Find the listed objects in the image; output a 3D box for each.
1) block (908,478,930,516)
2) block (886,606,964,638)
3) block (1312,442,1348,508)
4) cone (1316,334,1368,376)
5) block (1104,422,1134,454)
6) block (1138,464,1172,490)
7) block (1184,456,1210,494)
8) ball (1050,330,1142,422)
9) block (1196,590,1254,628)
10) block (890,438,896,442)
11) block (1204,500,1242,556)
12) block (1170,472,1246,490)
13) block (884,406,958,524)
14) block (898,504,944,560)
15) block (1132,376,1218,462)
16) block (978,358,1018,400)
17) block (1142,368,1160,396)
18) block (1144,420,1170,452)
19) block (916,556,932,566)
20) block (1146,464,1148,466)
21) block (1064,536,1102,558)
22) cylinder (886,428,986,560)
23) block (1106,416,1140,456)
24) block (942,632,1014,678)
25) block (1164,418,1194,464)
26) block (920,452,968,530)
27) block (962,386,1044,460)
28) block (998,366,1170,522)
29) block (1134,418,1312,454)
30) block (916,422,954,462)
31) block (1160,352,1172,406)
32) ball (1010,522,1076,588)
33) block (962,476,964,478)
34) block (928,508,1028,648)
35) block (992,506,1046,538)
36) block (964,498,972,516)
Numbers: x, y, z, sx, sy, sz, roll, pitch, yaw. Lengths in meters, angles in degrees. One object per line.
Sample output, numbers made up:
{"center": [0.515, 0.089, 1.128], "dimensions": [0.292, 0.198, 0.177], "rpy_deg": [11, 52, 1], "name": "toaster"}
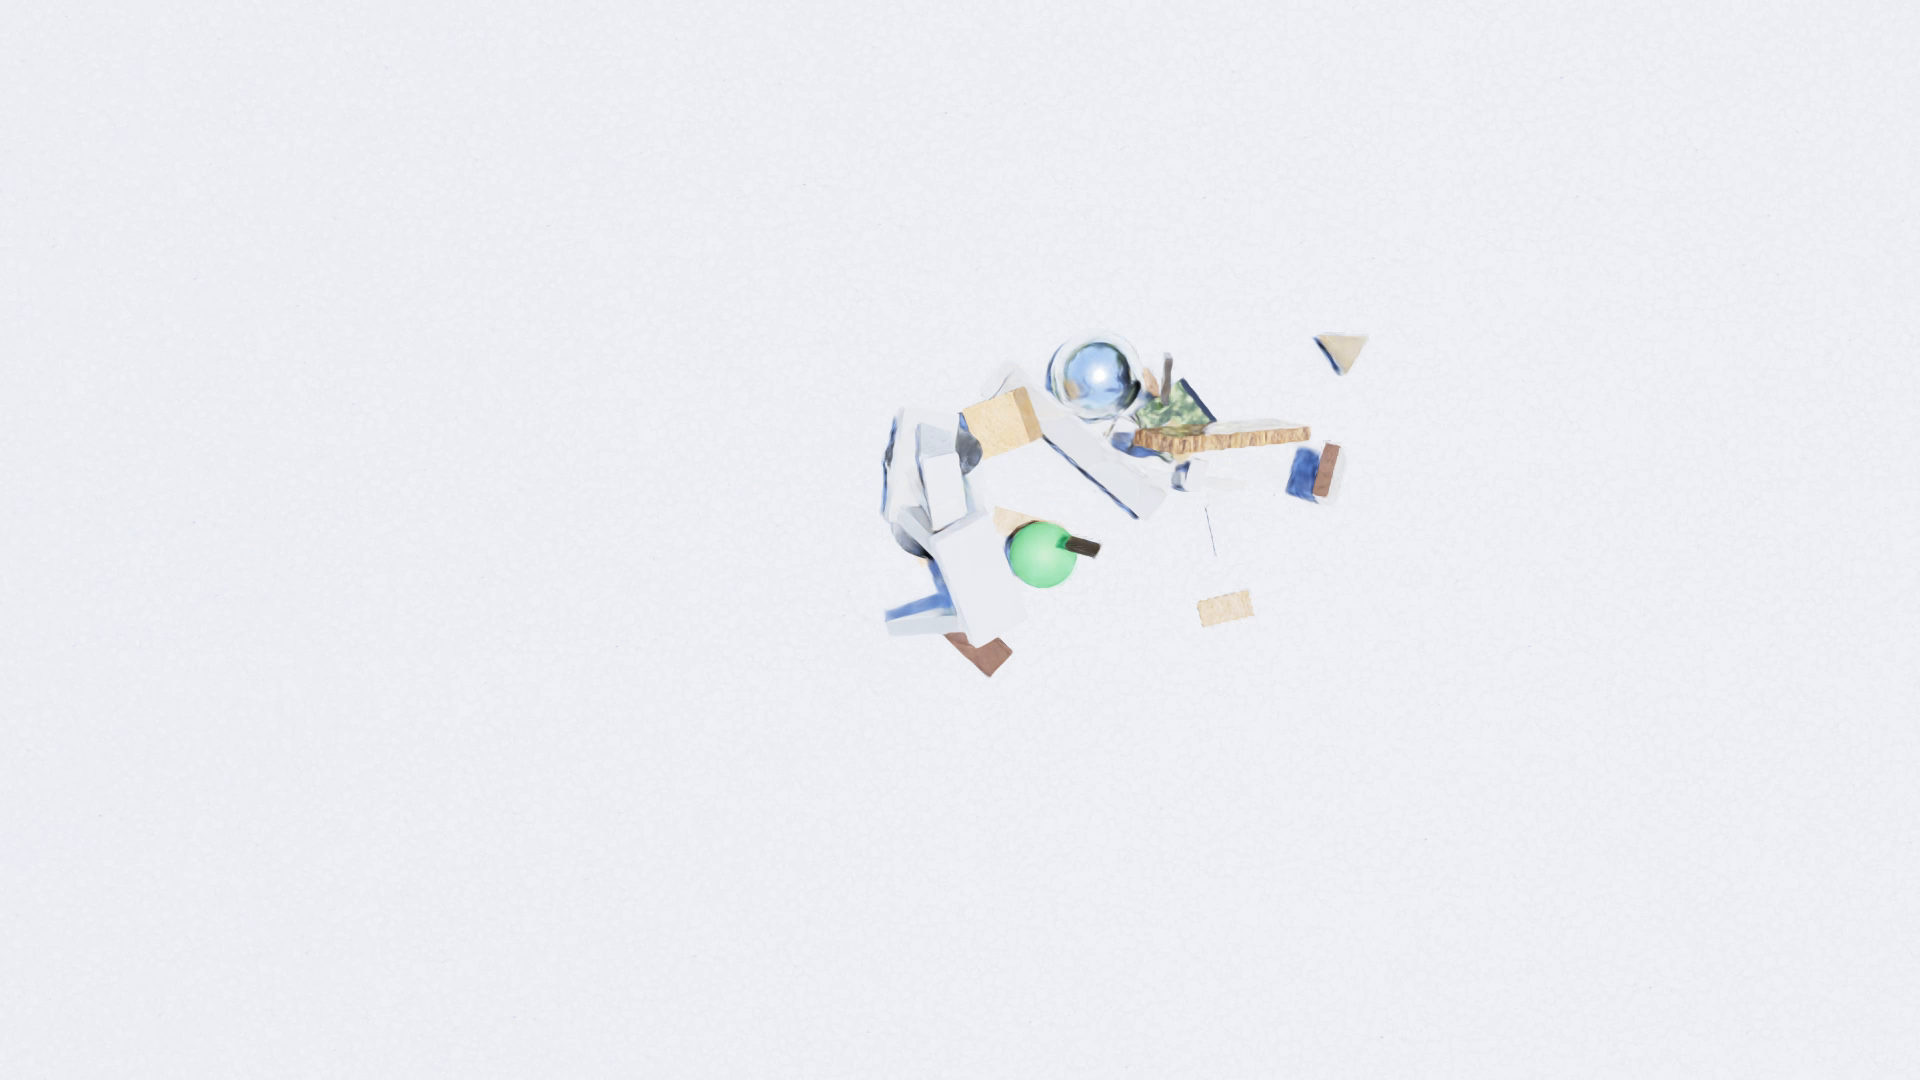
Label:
{"center": [-0.064, -0.119, 4.702], "dimensions": [0.101, 0.202, 0.029], "rpy_deg": [-3, 121, -22], "name": "block"}
{"center": [-0.038, 0.236, 4.869], "dimensions": [0.172, 0.562, 0.049], "rpy_deg": [-14, 91, -23], "name": "block"}
{"center": [1.197, -0.207, 5.331], "dimensions": [0.048, 0.338, 0.169], "rpy_deg": [14, 90, 17], "name": "block"}
{"center": [1.240, -0.642, 5.433], "dimensions": [0.150, 0.150, 0.150], "rpy_deg": [29, 90, 6], "name": "cone"}
{"center": [0.533, -0.341, 5.493], "dimensions": [0.103, 0.015, 0.051], "rpy_deg": [38, 90, 0], "name": "block"}
{"center": [0.626, -0.202, 5.318], "dimensions": [0.110, 0.016, 0.055], "rpy_deg": [18, 94, 17], "name": "block"}
{"center": [0.758, -0.208, 5.292], "dimensions": [0.055, 0.016, 0.110], "rpy_deg": [16, 117, 5], "name": "block"}
{"center": [0.443, -0.530, 5.352], "dimensions": [0.296, 0.296, 0.296], "rpy_deg": [0, 90, 0], "name": "ball"}
{"center": [0.882, 0.228, 5.488], "dimensions": [0.174, 0.025, 0.087], "rpy_deg": [-14, 90, 0], "name": "block"}
{"center": [-0.186, -0.315, 5.493], "dimensions": [0.099, 0.014, 0.050], "rpy_deg": [2, 90, 0], "name": "block"}
{"center": [0.877, -0.038, 5.488], "dimensions": [0.087, 0.025, 0.174], "rpy_deg": [-12, 90, 0], "name": "block"}
{"center": [0.804, -0.190, 5.409], "dimensions": [0.238, 0.119, 0.034], "rpy_deg": [6, 90, -18], "name": "block"}
{"center": [-0.113, -0.211, 4.827], "dimensions": [0.169, 0.048, 0.338], "rpy_deg": [8, 89, -20], "name": "block"}
{"center": [-0.032, -0.004, 4.641], "dimensions": [0.172, 0.344, 0.049], "rpy_deg": [6, 110, -28], "name": "block"}
{"center": [0.703, -0.394, 5.406], "dimensions": [0.188, 0.188, 0.188], "rpy_deg": [-38, 90, 0], "name": "block"}
{"center": [0.131, -0.532, 5.479], "dimensions": [0.153, 0.016, 0.058], "rpy_deg": [-47, 61, 0], "name": "block"}
{"center": [0.602, -0.495, 5.186], "dimensions": [0.016, 0.116, 0.058], "rpy_deg": [-15, 73, 20], "name": "block"}
{"center": [0.639, -0.332, 5.296], "dimensions": [0.116, 0.016, 0.058], "rpy_deg": [-28, 90, -8], "name": "block"}
{"center": [-0.133, 0.037, 5.493], "dimensions": [0.050, 0.014, 0.099], "rpy_deg": [-32, 90, 0], "name": "block"}
{"center": [0.595, -0.199, 5.493], "dimensions": [0.103, 0.015, 0.051], "rpy_deg": [-35, 90, 0], "name": "block"}
{"center": [0.374, 0.021, 5.011], "dimensions": [0.103, 0.015, 0.051], "rpy_deg": [16, 47, 22], "name": "block"}
{"center": [-0.071, -0.148, 5.089], "dimensions": [0.296, 0.296, 0.296], "rpy_deg": [-4, 130, 0], "name": "cylinder"}
{"center": [0.527, -0.331, 5.456], "dimensions": [0.077, 0.022, 0.154], "rpy_deg": [26, 116, 0], "name": "block"}
{"center": [0.058, 0.330, 5.266], "dimensions": [0.119, 0.034, 0.238], "rpy_deg": [-47, 127, -3], "name": "block"}
{"center": [0.692, -0.314, 5.264], "dimensions": [0.077, 0.022, 0.154], "rpy_deg": [-41, 129, 7], "name": "block"}
{"center": [-0.043, -0.136, 4.574], "dimensions": [0.101, 0.029, 0.202], "rpy_deg": [-11, 101, -14], "name": "block"}
{"center": [0.137, -0.371, 5.223], "dimensions": [0.172, 0.172, 0.172], "rpy_deg": [-19, 95, 19], "name": "block"}
{"center": [0.394, -0.310, 5.326], "dimensions": [0.641, 0.034, 0.119], "rpy_deg": [41, 133, 7], "name": "block"}
{"center": [0.830, -0.329, 5.167], "dimensions": [0.647, 0.169, 0.048], "rpy_deg": [-8, 107, -40], "name": "block"}
{"center": [-0.070, -0.266, 4.682], "dimensions": [0.101, 0.202, 0.029], "rpy_deg": [18, 118, -13], "name": "block"}
{"center": [0.653, -0.508, 5.219], "dimensions": [0.022, 0.077, 0.154], "rpy_deg": [2, 111, 2], "name": "block"}
{"center": [0.267, 0.048, 5.300], "dimensions": [0.216, 0.216, 0.216], "rpy_deg": [0, 90, 0], "name": "ball"}
{"center": [-0.065, -0.193, 5.476], "dimensions": [0.141, 0.020, 0.071], "rpy_deg": [12, 73, -3], "name": "block"}
{"center": [0.052, 0.107, 4.487], "dimensions": [0.172, 0.049, 0.344], "rpy_deg": [-29, 117, -16], "name": "block"}
{"center": [0.193, -0.047, 5.488], "dimensions": [0.174, 0.025, 0.087], "rpy_deg": [15, 90, 0], "name": "block"}
{"center": [-0.001, -0.068, 5.490], "dimensions": [0.071, 0.020, 0.141], "rpy_deg": [7, 90, 0], "name": "block"}
